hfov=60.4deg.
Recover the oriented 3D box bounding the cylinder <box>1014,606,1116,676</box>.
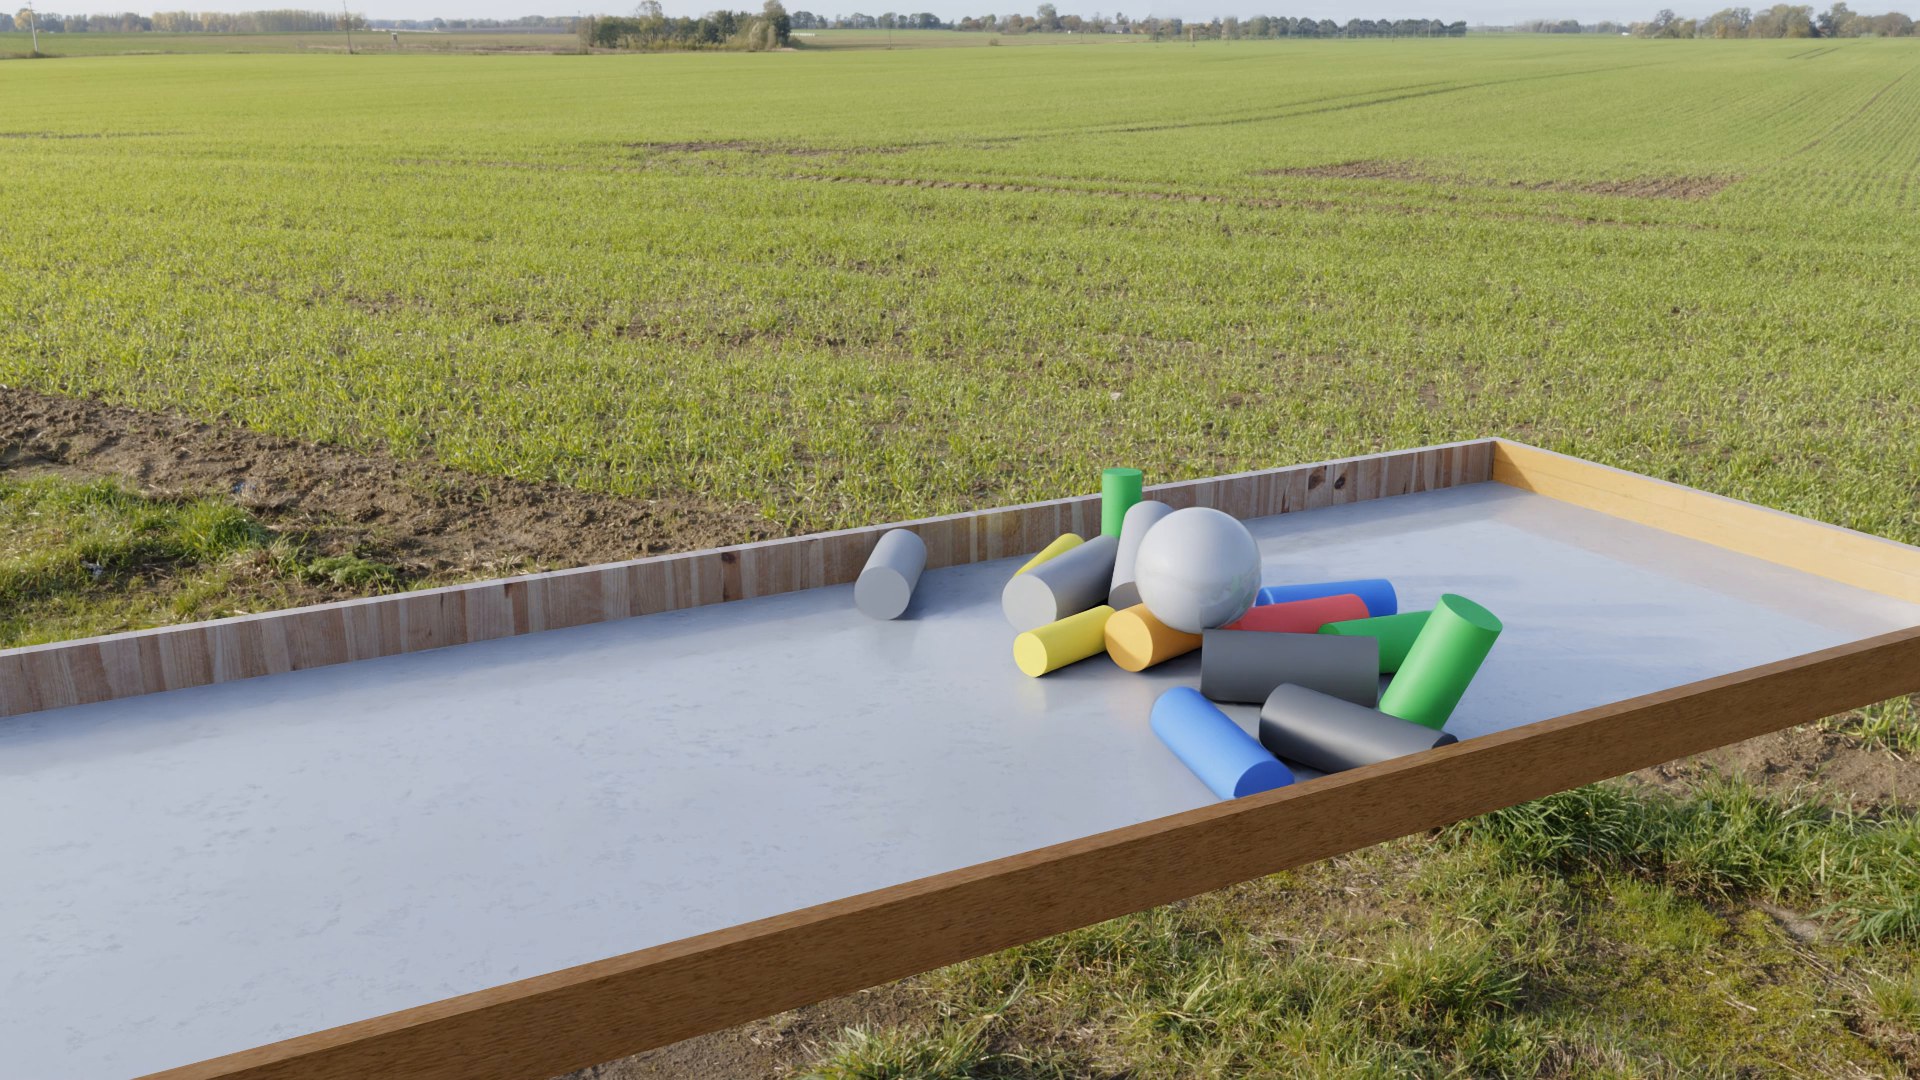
[{"bbox_3d":[0.284,0.259,4.268,0.115,0.115,0.302,16,23,43],"label":"cylinder"}]

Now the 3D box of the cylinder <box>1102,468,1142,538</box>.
[{"bbox_3d":[0.474,-0.033,4.849,0.116,0.343,0.116,0,14,0],"label":"cylinder"}]

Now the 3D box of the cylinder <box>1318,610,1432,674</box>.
[{"bbox_3d":[1.086,0.265,4.196,0.331,0.145,0.145,-6,17,-19],"label":"cylinder"}]

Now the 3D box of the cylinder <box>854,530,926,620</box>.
[{"bbox_3d":[-0.196,0.095,4.753,0.157,0.157,0.379,2,16,6],"label":"cylinder"}]

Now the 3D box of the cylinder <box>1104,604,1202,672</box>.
[{"bbox_3d":[0.573,0.218,4.331,0.406,0.160,0.160,-15,22,-42],"label":"cylinder"}]

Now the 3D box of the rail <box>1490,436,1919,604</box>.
[{"bbox_3d":[2.466,-0.048,5.253,0.050,0.150,2.100,-9,18,-27],"label":"rail"}]

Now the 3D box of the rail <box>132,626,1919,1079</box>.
[{"bbox_3d":[-2.336,1.006,1.665,12.000,0.150,0.050,-9,18,-27],"label":"rail"}]

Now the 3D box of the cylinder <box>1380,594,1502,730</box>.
[{"bbox_3d":[1.099,0.289,3.778,0.150,0.300,0.150,20,23,-9],"label":"cylinder"}]

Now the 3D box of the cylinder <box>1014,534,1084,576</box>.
[{"bbox_3d":[0.270,0.081,4.891,0.106,0.106,0.382,6,18,21],"label":"cylinder"}]

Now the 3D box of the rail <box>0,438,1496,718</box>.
[{"bbox_3d":[-3.305,0.497,3.399,12.000,0.150,0.050,-9,18,-27],"label":"rail"}]

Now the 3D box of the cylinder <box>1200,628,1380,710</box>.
[{"bbox_3d":[0.793,0.311,3.990,0.411,0.174,0.174,2,17,8],"label":"cylinder"}]

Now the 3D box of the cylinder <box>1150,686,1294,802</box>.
[{"bbox_3d":[0.560,0.456,3.559,0.138,0.138,0.429,-5,17,-16],"label":"cylinder"}]

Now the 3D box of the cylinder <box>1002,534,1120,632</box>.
[{"bbox_3d":[0.312,0.121,4.636,0.171,0.171,0.457,10,19,32],"label":"cylinder"}]

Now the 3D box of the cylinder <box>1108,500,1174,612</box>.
[{"bbox_3d":[0.520,0.065,4.617,0.167,0.167,0.360,3,39,12],"label":"cylinder"}]

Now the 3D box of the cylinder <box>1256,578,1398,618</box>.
[{"bbox_3d":[0.993,0.186,4.477,0.351,0.138,0.138,-4,17,-13],"label":"cylinder"}]

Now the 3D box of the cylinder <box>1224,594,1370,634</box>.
[{"bbox_3d":[0.863,0.238,4.273,0.376,0.154,0.154,-6,18,-21],"label":"cylinder"}]

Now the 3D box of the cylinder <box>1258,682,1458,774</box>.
[{"bbox_3d":[0.860,0.440,3.572,0.162,0.162,0.403,-15,22,-41],"label":"cylinder"}]

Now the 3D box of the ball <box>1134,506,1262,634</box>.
[{"bbox_3d":[0.594,0.076,4.114,0.318,0.318,0.318,0,16,0],"label":"ball"}]
